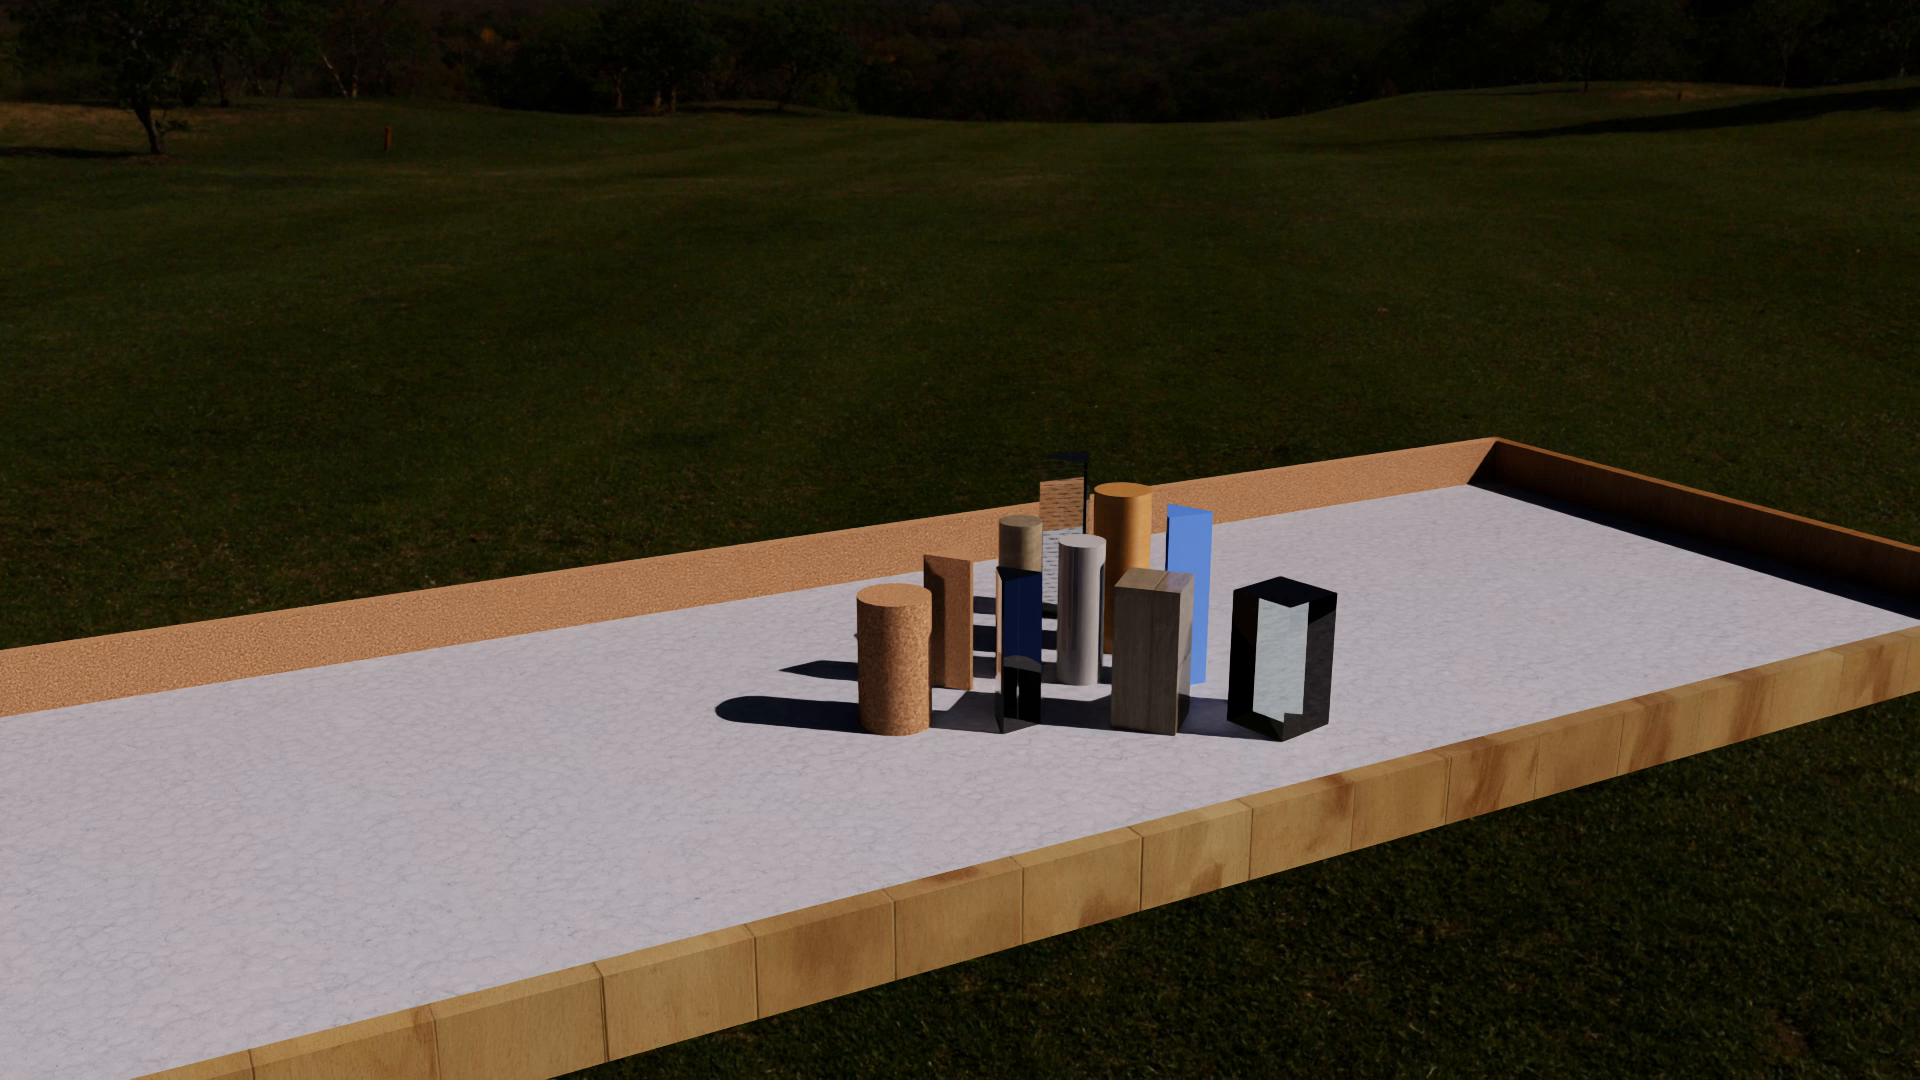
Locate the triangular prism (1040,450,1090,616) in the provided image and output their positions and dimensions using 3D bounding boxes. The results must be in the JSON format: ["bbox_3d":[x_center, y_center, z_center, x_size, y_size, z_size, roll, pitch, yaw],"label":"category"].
[{"bbox_3d":[0.318,-0.018,4.614,0.151,0.452,0.131,10,19,30],"label":"triangular prism"}]

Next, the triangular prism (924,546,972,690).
[{"bbox_3d":[-0.007,0.189,4.114,0.132,0.337,0.114,7,18,24],"label":"triangular prism"}]

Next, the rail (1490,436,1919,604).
[{"bbox_3d":[2.466,-0.048,5.253,0.050,0.150,2.100,-9,18,-27],"label":"rail"}]

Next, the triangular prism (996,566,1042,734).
[{"bbox_3d":[0.115,0.251,3.841,0.114,0.372,0.099,-11,20,-34],"label":"triangular prism"}]

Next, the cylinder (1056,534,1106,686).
[{"bbox_3d":[0.302,0.175,4.120,0.118,0.361,0.118,0,16,0],"label":"cylinder"}]

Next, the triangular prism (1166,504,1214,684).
[{"bbox_3d":[0.539,0.137,4.105,0.125,0.443,0.108,-7,18,-21],"label":"triangular prism"}]

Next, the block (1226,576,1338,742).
[{"bbox_3d":[0.749,0.274,3.846,0.168,0.325,0.168,-13,21,-38],"label":"block"}]

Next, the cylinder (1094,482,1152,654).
[{"bbox_3d":[0.424,0.075,4.339,0.151,0.429,0.151,0,16,0],"label":"cylinder"}]

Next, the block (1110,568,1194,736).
[{"bbox_3d":[0.450,0.259,3.856,0.154,0.348,0.154,6,17,19],"label":"block"}]

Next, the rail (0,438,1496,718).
[{"bbox_3d":[-3.305,0.497,3.399,12.000,0.150,0.050,-9,18,-27],"label":"rail"}]

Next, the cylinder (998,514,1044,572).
[{"bbox_3d":[0.158,0.117,4.340,0.116,0.348,0.116,0,16,0],"label":"cylinder"}]

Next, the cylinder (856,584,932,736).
[{"bbox_3d":[-0.152,0.278,3.850,0.173,0.316,0.173,0,16,0],"label":"cylinder"}]

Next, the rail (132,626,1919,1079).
[{"bbox_3d":[-2.336,1.006,1.665,12.000,0.150,0.050,-9,18,-27],"label":"rail"}]
